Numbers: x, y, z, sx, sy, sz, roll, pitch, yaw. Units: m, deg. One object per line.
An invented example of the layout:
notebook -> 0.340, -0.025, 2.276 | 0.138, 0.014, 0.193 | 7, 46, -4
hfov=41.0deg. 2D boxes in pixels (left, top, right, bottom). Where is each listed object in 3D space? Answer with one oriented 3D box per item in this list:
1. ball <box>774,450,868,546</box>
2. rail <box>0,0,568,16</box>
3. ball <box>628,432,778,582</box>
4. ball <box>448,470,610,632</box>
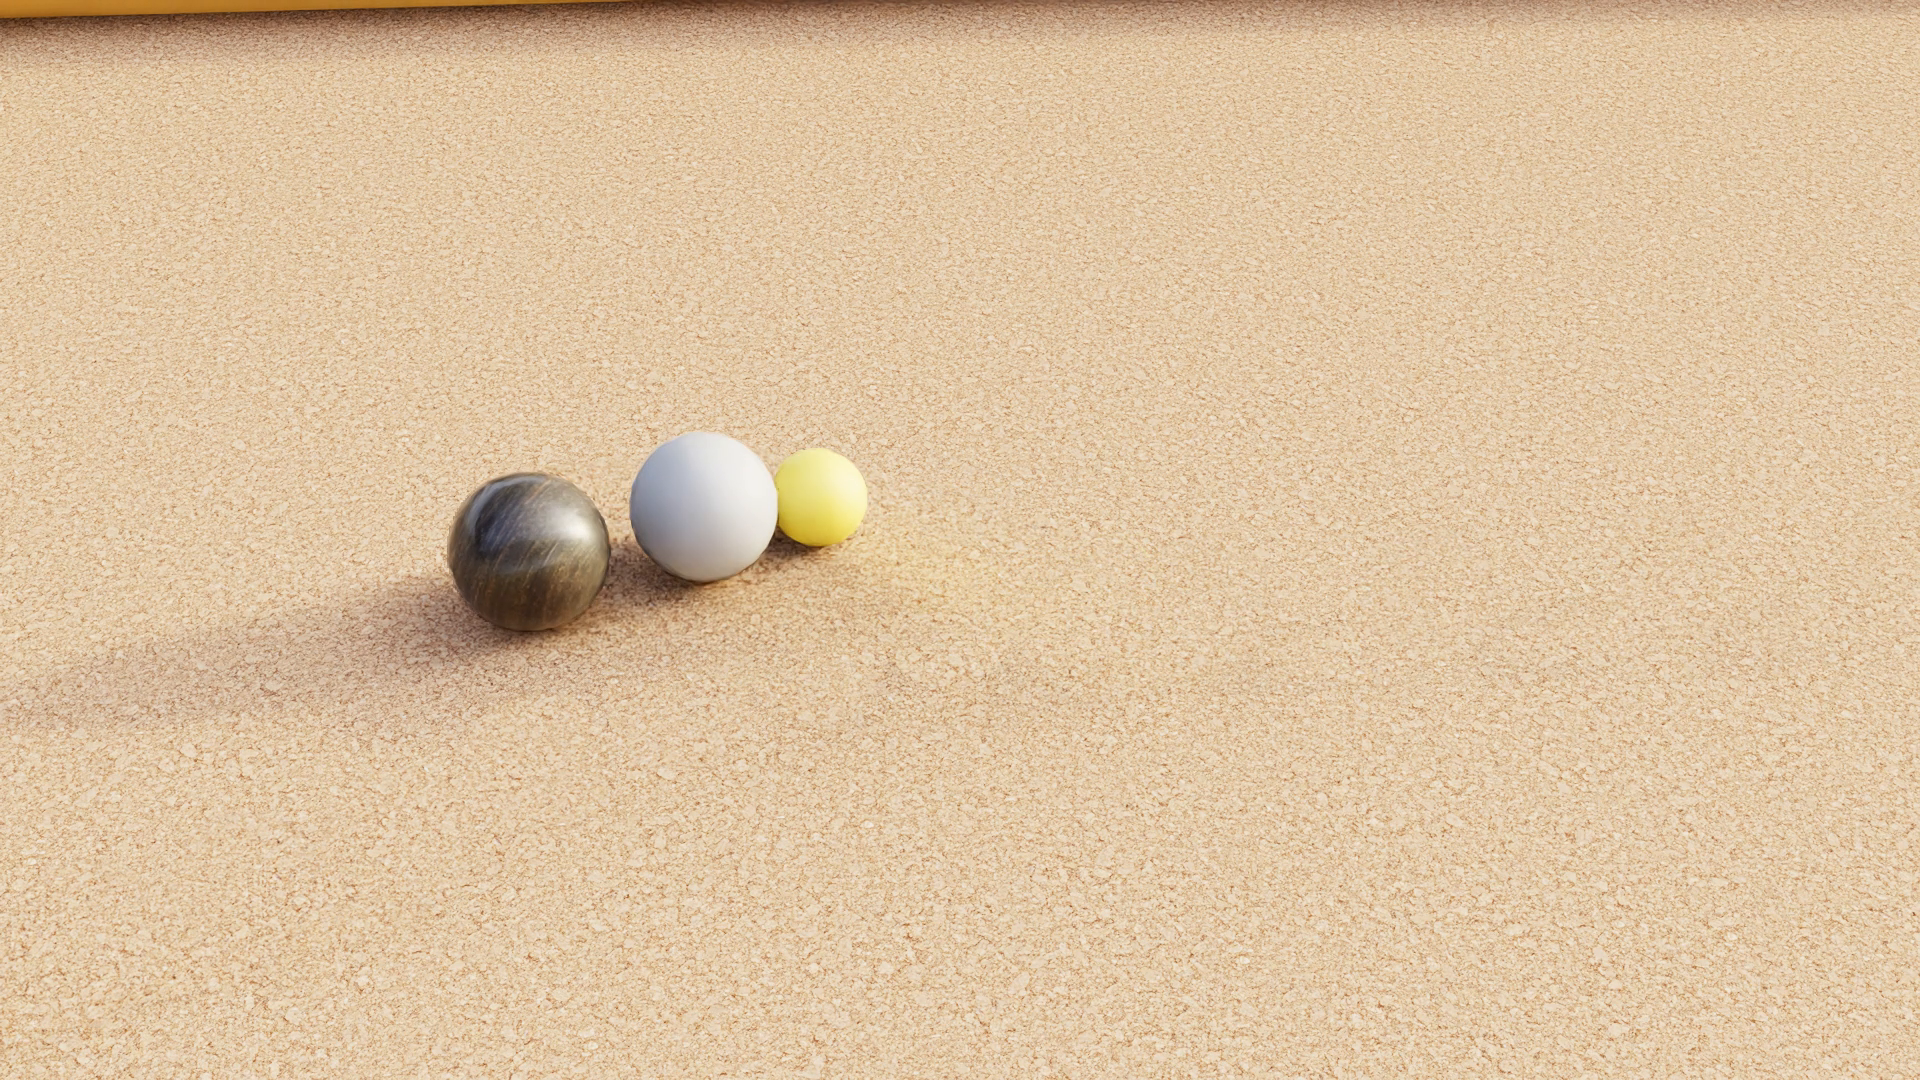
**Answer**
ball -> -0.091, -0.027, 1.654 | 0.062, 0.062, 0.062 | 0, 36, 0
rail -> 0.820, -0.576, 2.351 | 3.520, 0.128, 0.045 | -2, 36, -3
ball -> -0.162, -0.021, 1.618 | 0.094, 0.094, 0.094 | 0, 36, 0
ball -> -0.264, 0.007, 1.577 | 0.098, 0.098, 0.098 | 0, 36, 0
